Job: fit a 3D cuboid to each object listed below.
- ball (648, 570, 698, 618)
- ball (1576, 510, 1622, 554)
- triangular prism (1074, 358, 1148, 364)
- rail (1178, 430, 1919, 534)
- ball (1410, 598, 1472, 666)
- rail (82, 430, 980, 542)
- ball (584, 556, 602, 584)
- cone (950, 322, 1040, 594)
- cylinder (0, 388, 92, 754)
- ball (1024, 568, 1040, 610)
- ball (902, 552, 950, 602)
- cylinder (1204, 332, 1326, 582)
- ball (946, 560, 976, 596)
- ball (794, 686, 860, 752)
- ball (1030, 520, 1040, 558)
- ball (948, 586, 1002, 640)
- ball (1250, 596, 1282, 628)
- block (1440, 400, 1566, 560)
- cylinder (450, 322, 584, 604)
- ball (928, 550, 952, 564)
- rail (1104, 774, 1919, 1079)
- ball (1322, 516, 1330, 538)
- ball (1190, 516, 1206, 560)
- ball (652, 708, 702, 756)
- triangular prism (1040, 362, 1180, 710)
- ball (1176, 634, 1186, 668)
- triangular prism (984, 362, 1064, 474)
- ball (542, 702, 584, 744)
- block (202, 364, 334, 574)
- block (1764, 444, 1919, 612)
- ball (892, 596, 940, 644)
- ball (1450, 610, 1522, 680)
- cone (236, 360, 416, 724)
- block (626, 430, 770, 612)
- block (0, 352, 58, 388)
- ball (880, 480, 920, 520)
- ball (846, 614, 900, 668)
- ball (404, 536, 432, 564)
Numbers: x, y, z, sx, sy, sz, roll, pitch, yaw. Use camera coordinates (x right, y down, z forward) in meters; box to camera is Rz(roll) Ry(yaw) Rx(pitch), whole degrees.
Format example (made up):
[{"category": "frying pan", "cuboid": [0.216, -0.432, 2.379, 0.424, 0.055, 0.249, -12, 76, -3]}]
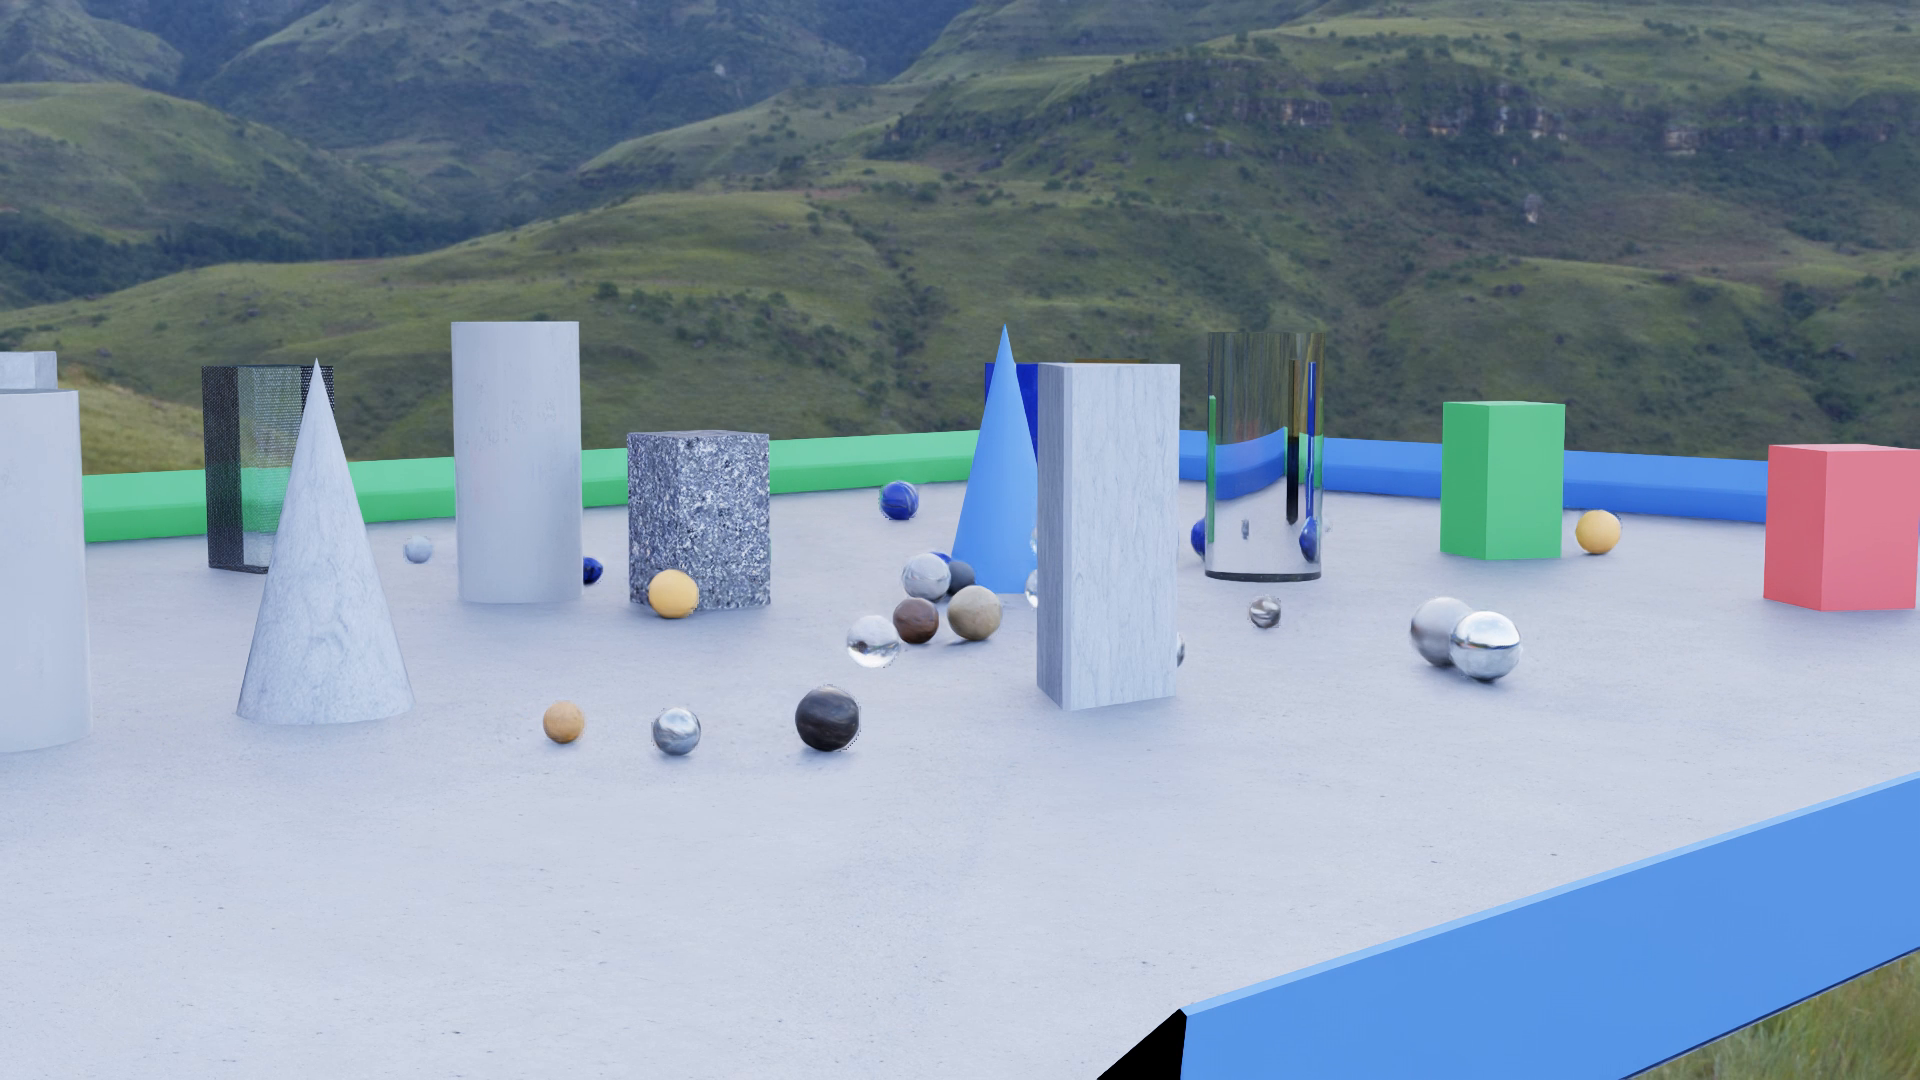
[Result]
[{"category": "ball", "cuboid": [-0.416, 0.078, 3.182, 0.071, 0.071, 0.071, 0, 6, 0]}, {"category": "ball", "cuboid": [1.166, -0.015, 4.015, 0.081, 0.081, 0.081, 0, 6, 0]}, {"category": "triangular prism", "cuboid": [0.355, -0.217, 4.696, 0.168, 0.340, 0.146, 5, 8, 42]}, {"category": "rail", "cuboid": [1.536, -0.115, 4.741, 0.045, 0.126, 3.577, -5, 8, -42]}, {"category": "ball", "cuboid": [0.606, 0.115, 2.751, 0.086, 0.086, 0.086, 0, 6, 0]}, {"category": "rail", "cuboid": [-1.197, -0.102, 4.622, 4.227, 0.126, 0.045, -5, 8, -42]}, {"category": "ball", "cuboid": [-0.604, 0.048, 3.578, 0.047, 0.047, 0.047, 0, 6, 0]}, {"category": "cone", "cuboid": [0.071, -0.136, 3.526, 0.194, 0.424, 0.194, 0, 6, 0]}, {"category": "cylinder", "cuboid": [-1.011, 0.027, 2.280, 0.194, 0.360, 0.194, 0, 6, 0]}, {"category": "ball", "cuboid": [0.131, 0.072, 3.239, 0.070, 0.070, 0.070, 0, 6, 0]}, {"category": "ball", "cuboid": [-0.052, 0.057, 3.348, 0.076, 0.076, 0.076, 0, 6, 0]}, {"category": "cylinder", "cuboid": [0.508, -0.142, 3.670, 0.194, 0.406, 0.194, 0, 6, 0]}, {"category": "ball", "cuboid": [-0.004, 0.060, 3.416, 0.057, 0.057, 0.057, 0, 6, 0]}, {"category": "ball", "cuboid": [-0.134, 0.181, 2.223, 0.066, 0.066, 0.066, 0, 6, 0]}, {"category": "ball", "cuboid": [0.154, -0.002, 3.451, 0.084, 0.084, 0.084, 0, 6, 0]}, {"category": "ball", "cuboid": [0.020, 0.099, 2.964, 0.075, 0.075, 0.075, 0, 6, 0]}, {"category": "ball", "cuboid": [0.428, 0.101, 3.078, 0.045, 0.045, 0.045, 0, 6, 0]}, {"category": "block", "cuboid": [0.985, -0.111, 4.001, 0.156, 0.275, 0.156, -2, 6, -18]}, {"category": "cylinder", "cuboid": [-0.687, -0.126, 3.418, 0.194, 0.426, 0.194, 0, 6, 0]}, {"category": "ball", "cuboid": [-0.041, 0.050, 3.465, 0.068, 0.068, 0.068, 0, 6, 0]}, {"category": "rail", "cuboid": [1.197, 0.168, 2.042, 4.227, 0.126, 0.045, -5, 8, -42]}, {"category": "ball", "cuboid": [0.701, -0.026, 4.295, 0.045, 0.045, 0.045, 0, 6, 0]}, {"category": "ball", "cuboid": [0.450, -0.004, 3.907, 0.082, 0.082, 0.082, 0, 6, 0]}, {"category": "ball", "cuboid": [-0.283, 0.192, 2.200, 0.048, 0.048, 0.048, 0, 6, 0]}, {"category": "triangular prism", "cuboid": [0.140, -0.012, 2.539, 0.168, 0.382, 0.146, -5, 8, -38]}, {"category": "ball", "cuboid": [0.248, 0.136, 2.697, 0.057, 0.057, 0.057, 0, 6, 0]}, {"category": "triangular prism", "cuboid": [0.161, -0.183, 4.379, 0.168, 0.339, 0.146, 5, 8, 40]}, {"category": "ball", "cuboid": [-0.408, 0.188, 2.265, 0.043, 0.043, 0.043, 0, 6, 0]}, {"category": "block", "cuboid": [-1.190, -0.126, 3.795, 0.156, 0.348, 0.156, 5, 8, 39]}, {"category": "block", "cuboid": [1.335, -0.022, 3.332, 0.156, 0.237, 0.156, -1, 6, -11]}, {"category": "ball", "cuboid": [-0.059, 0.107, 2.933, 0.064, 0.064, 0.064, 0, 6, 0]}, {"category": "ball", "cuboid": [0.632, 0.127, 2.644, 0.085, 0.085, 0.085, 0, 6, 0]}, {"category": "cone", "cuboid": [-0.709, -0.007, 2.444, 0.194, 0.392, 0.194, 0, 6, 0]}, {"category": "block", "cuboid": [-0.396, -0.032, 3.333, 0.156, 0.258, 0.156, -4, 7, -37]}, {"category": "block", "cuboid": [-1.556, -0.115, 3.561, 0.156, 0.376, 0.156, -1, 6, -10]}, {"category": "ball", "cuboid": [-0.128, -0.085, 4.669, 0.084, 0.084, 0.084, 0, 6, 0]}, {"category": "ball", "cuboid": [-0.109, 0.126, 2.736, 0.067, 0.067, 0.067, 0, 6, 0]}, {"category": "ball", "cuboid": [-0.950, 0.018, 3.857, 0.048, 0.048, 0.048, 0, 6, 0]}]
